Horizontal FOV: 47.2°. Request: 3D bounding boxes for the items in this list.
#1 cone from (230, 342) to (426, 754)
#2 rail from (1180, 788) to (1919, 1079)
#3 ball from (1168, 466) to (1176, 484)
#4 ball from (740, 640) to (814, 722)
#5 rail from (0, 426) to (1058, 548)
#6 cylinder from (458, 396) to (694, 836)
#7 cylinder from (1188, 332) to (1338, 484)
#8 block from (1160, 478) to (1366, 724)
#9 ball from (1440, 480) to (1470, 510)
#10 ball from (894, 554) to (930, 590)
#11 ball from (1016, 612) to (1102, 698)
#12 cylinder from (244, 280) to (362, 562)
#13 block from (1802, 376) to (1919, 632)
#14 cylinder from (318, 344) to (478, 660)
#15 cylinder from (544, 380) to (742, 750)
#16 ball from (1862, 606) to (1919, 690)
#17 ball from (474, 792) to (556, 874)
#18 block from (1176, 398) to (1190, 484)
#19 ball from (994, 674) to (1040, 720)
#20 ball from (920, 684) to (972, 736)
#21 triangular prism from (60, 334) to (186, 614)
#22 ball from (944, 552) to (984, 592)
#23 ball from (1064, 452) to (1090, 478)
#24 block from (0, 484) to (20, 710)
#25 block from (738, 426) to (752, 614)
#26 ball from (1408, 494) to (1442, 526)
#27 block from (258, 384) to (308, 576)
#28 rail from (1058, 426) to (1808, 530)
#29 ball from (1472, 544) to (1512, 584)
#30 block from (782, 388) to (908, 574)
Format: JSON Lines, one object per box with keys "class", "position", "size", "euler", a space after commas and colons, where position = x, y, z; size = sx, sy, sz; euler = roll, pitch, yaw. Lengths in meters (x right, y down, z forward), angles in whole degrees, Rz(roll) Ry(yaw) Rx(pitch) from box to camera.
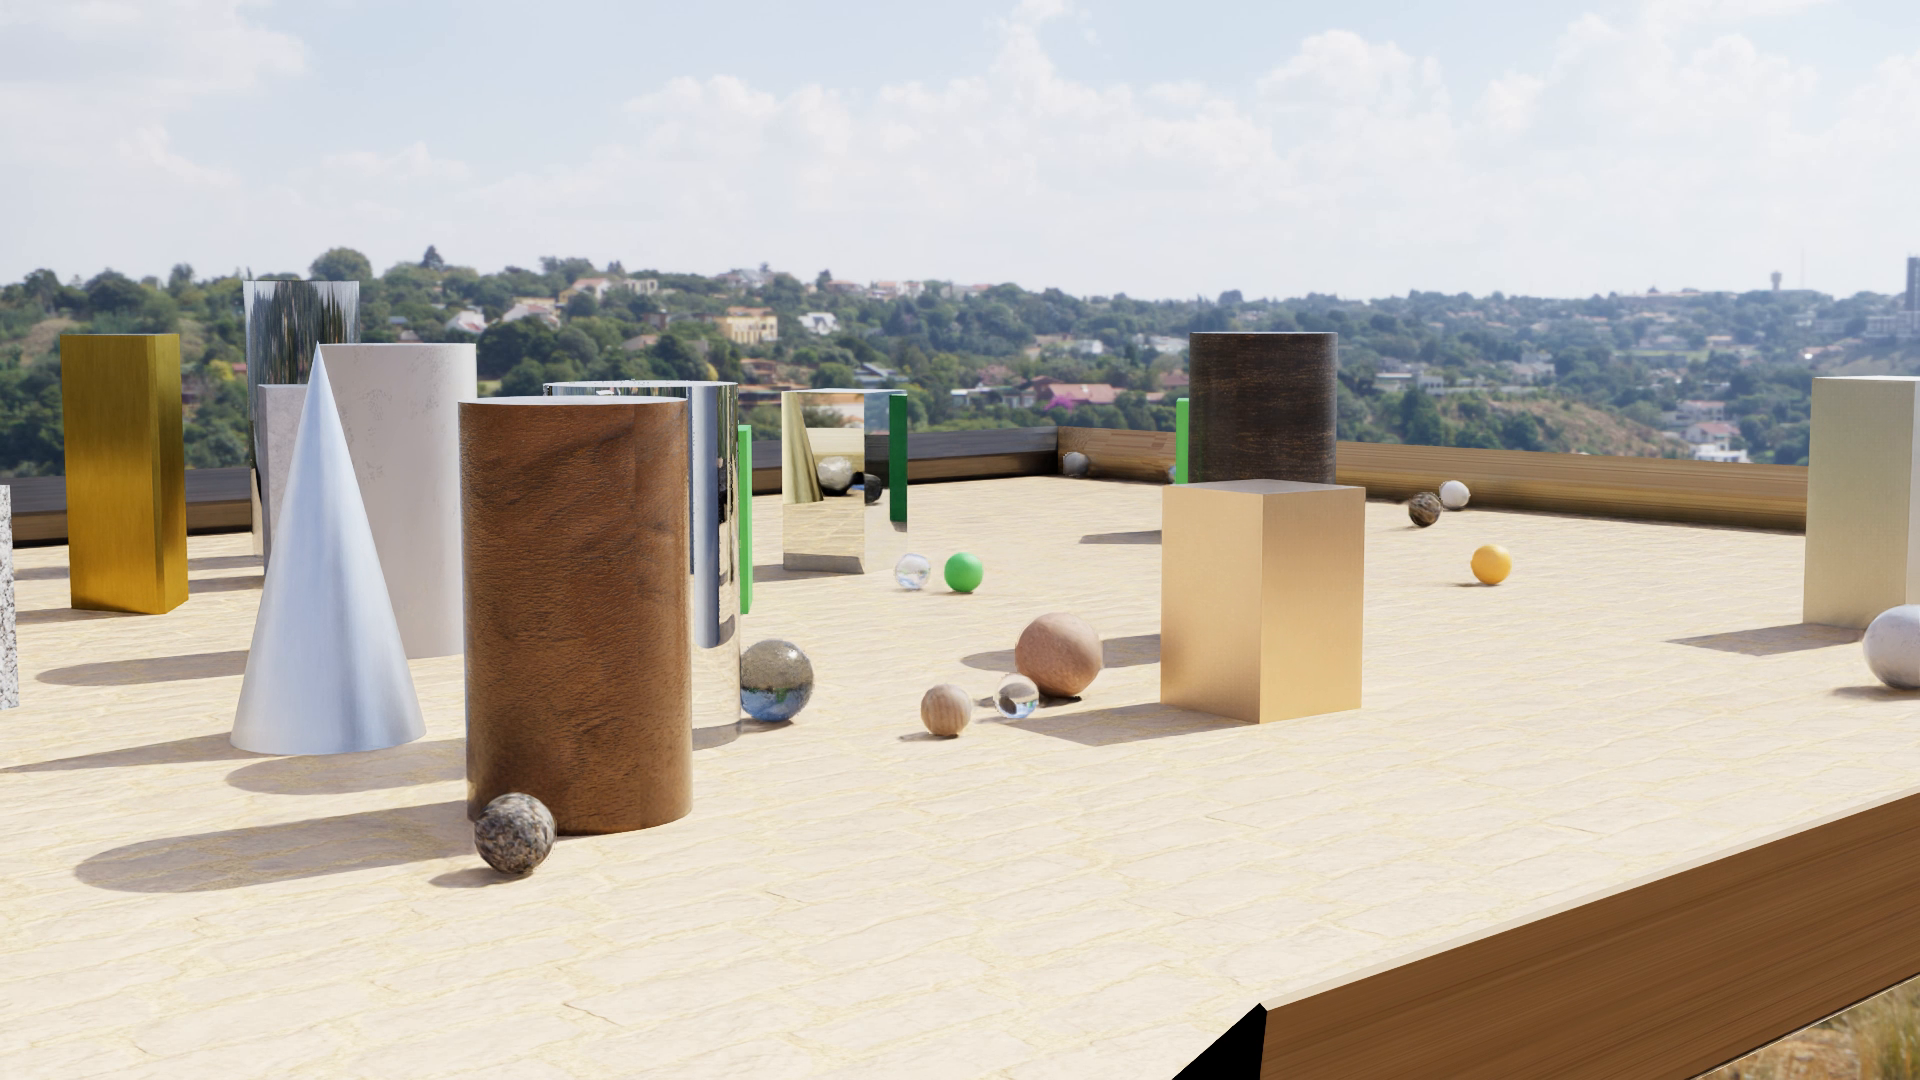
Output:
{"class": "cone", "position": [-0.663, 0.000, 2.292], "size": [0.199, 0.414, 0.199], "euler": [0, 6, 0]}
{"class": "rail", "position": [1.213, 0.170, 2.024], "size": [4.077, 0.130, 0.045], "euler": [-5, 8, -42]}
{"class": "ball", "position": [0.559, -0.165, 5.614], "size": [0.055, 0.055, 0.055], "euler": [0, 6, 0]}
{"class": "ball", "position": [-0.203, 0.153, 2.387], "size": [0.090, 0.090, 0.090], "euler": [0, 6, 0]}
{"class": "rail", "position": [-1.213, -0.102, 4.640], "size": [4.077, 0.130, 0.045], "euler": [-5, 8, -42]}
{"class": "cylinder", "position": [-0.339, 0.059, 1.950], "size": [0.199, 0.367, 0.199], "euler": [0, 6, 0]}
{"class": "cylinder", "position": [0.410, -0.074, 2.994], "size": [0.199, 0.415, 0.199], "euler": [0, 6, 0]}
{"class": "block", "position": [0.340, 0.064, 2.476], "size": [0.160, 0.249, 0.160], "euler": [-4, 7, -37]}
{"class": "ball", "position": [1.110, -0.100, 4.936], "size": [0.066, 0.066, 0.066], "euler": [0, 6, 0]}
{"class": "ball", "position": [-0.075, 0.051, 3.524], "size": [0.058, 0.058, 0.058], "euler": [0, 6, 0]}
{"class": "ball", "position": [0.114, 0.132, 2.538], "size": [0.100, 0.100, 0.100], "euler": [0, 6, 0]}
{"class": "cylinder", "position": [-1.180, -0.216, 3.967], "size": [0.199, 0.498, 0.199], "euler": [0, 6, 0]}
{"class": "block", "position": [1.317, -0.053, 3.110], "size": [0.160, 0.351, 0.160], "euler": [-4, 7, -34]}
{"class": "cylinder", "position": [-0.735, -0.057, 2.897], "size": [0.199, 0.401, 0.199], "euler": [0, 6, 0]}
{"class": "cylinder", "position": [-0.330, 0.022, 2.293], "size": [0.199, 0.370, 0.199], "euler": [0, 6, 0]}
{"class": "ball", "position": [1.117, 0.127, 2.590], "size": [0.100, 0.100, 0.100], "euler": [0, 6, 0]}
{"class": "ball", "position": [-0.354, 0.233, 1.748], "size": [0.064, 0.064, 0.064], "euler": [0, 6, 0]}
{"class": "block", "position": [0.515, -0.147, 4.414], "size": [0.160, 0.268, 0.160], "euler": [1, 6, 7]}
{"class": "ball", "position": [0.062, 0.172, 2.408], "size": [0.049, 0.049, 0.049], "euler": [0, 6, 0]}
{"class": "ball", "position": [-0.015, 0.178, 2.314], "size": [0.055, 0.055, 0.055], "euler": [0, 6, 0]}
{"class": "triangular prism", "position": [-1.226, -0.105, 3.317], "size": [0.173, 0.410, 0.150], "euler": [2, 6, 22]}
{"class": "ball", "position": [0.006, 0.051, 3.491], "size": [0.064, 0.064, 0.064], "euler": [0, 6, 0]}
{"class": "ball", "position": [0.312, -0.200, 5.889], "size": [0.068, 0.068, 0.068], "euler": [0, 6, 0]}
{"class": "block", "position": [-1.166, 0.068, 2.426], "size": [0.160, 0.251, 0.160], "euler": [2, 6, 20]}
{"class": "block", "position": [-0.396, -0.033, 3.306], "size": [0.160, 0.270, 0.160], "euler": [0, 6, -3]}
{"class": "ball", "position": [0.963, -0.062, 4.557], "size": [0.068, 0.068, 0.068], "euler": [0, 6, 0]}
{"class": "block", "position": [-1.075, -0.096, 3.664], "size": [0.160, 0.321, 0.160], "euler": [-2, 6, -22]}
{"class": "rail", "position": [1.481, -0.108, 4.691], "size": [0.045, 0.130, 3.626], "euler": [-5, 8, -42]}
{"class": "ball", "position": [0.869, 0.039, 3.595], "size": [0.066, 0.066, 0.066], "euler": [0, 6, 0]}
{"class": "block", "position": [-0.199, -0.105, 3.820], "size": [0.160, 0.307, 0.160], "euler": [3, 7, 25]}
